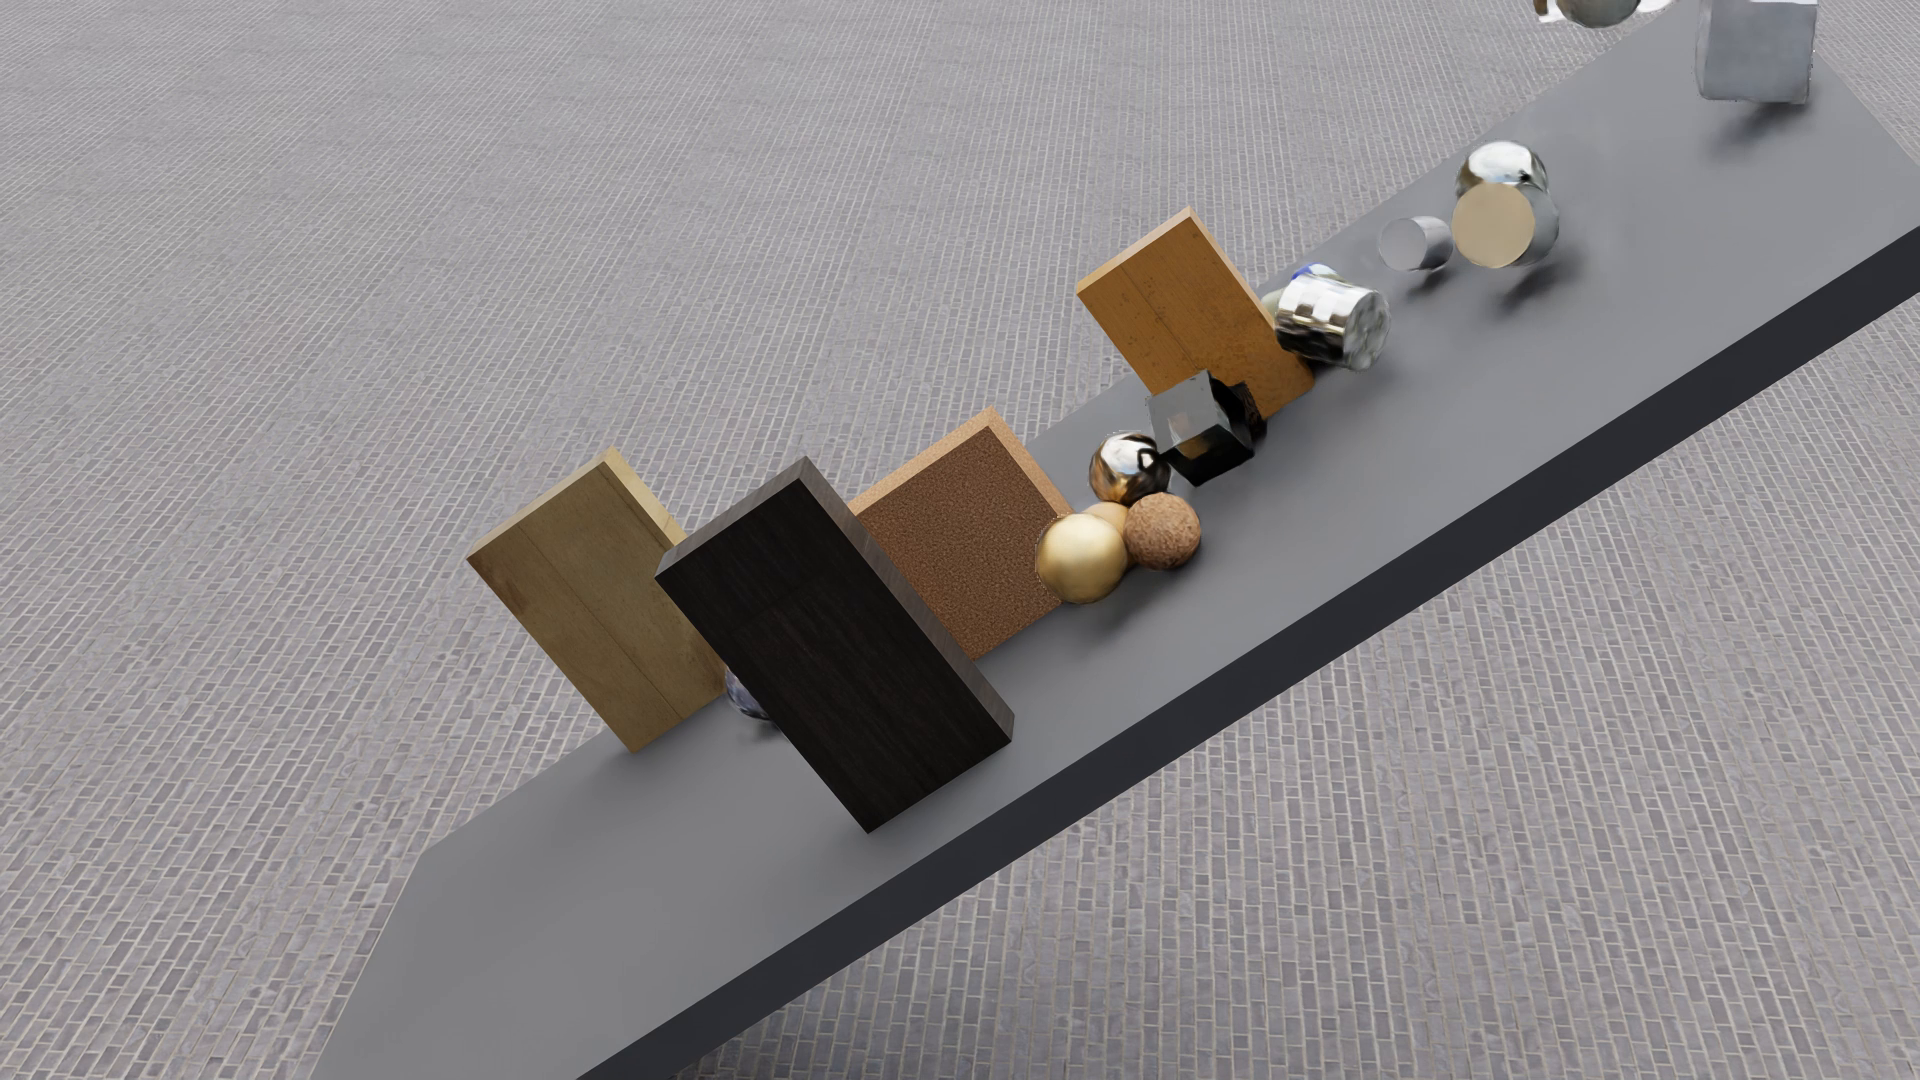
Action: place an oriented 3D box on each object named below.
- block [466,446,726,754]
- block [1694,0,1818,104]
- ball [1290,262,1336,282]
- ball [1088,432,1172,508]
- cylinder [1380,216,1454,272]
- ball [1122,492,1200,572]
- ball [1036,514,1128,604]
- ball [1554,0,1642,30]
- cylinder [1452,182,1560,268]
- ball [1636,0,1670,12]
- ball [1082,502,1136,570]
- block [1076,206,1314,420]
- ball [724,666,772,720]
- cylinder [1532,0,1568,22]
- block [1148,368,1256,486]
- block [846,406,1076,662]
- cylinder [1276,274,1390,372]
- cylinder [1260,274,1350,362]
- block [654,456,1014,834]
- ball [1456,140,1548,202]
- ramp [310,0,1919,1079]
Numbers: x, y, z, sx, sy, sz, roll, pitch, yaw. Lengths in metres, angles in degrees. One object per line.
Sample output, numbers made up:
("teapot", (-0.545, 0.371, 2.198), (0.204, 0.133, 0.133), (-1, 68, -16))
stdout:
("block", (-0.821, 0.149, 7.155), (0.436, 0.638, 0.110), (-34, 16, 16))
("block", (1.538, -0.971, 5.693), (0.194, 0.194, 0.194), (4, 25, 7))
("ball", (0.788, -0.560, 6.530), (0.113, 0.113, 0.113), (0, 22, 0))
("ball", (0.350, -0.138, 6.057), (0.169, 0.169, 0.169), (0, 22, 0))
("cylinder", (0.966, -0.626, 6.223), (0.114, 0.114, 0.114), (17, 17, 35))
("ball", (0.397, -0.016, 5.789), (0.154, 0.154, 0.154), (0, 22, 0))
("ball", (0.239, 0.036, 5.770), (0.179, 0.179, 0.179), (0, 22, 0))
("ball", (1.161, -1.014, 5.350), (0.169, 0.169, 0.169), (0, 22, 0))
("cylinder", (1.076, -0.621, 5.793), (0.167, 0.167, 0.167), (12, 11, 27))
("ball", (1.329, -1.085, 5.692), (0.125, 0.125, 0.125), (0, 22, 0))
("ball", (0.300, -0.002, 5.975), (0.151, 0.151, 0.151), (0, 22, 0))
("block", (0.496, -0.433, 6.187), (0.288, 0.454, 0.082), (-34, 16, 16))
("ball", (-0.442, 0.316, 6.682), (0.185, 0.185, 0.185), (0, 22, 0))
("cylinder", (1.253, -1.140, 5.942), (0.165, 0.165, 0.165), (-4, 18, 29))
("block", (0.486, -0.225, 5.921), (0.143, 0.143, 0.143), (-28, 49, 23))
("block", (0.031, -0.002, 6.107), (0.377, 0.403, 0.123), (-34, 16, 16))
("cylinder", (0.753, -0.441, 5.944), (0.165, 0.165, 0.165), (20, 30, 38))
("cylinder", (0.744, -0.469, 6.272), (0.166, 0.166, 0.166), (-17, 1, -36))
("block", (-0.235, 0.206, 5.630), (0.349, 0.662, 0.119), (-34, 16, 16))
("ball", (1.126, -0.734, 6.116), (0.191, 0.191, 0.191), (0, 22, 0))
("ramp", (0.130, 0.178, 6.319), (4.000, 0.100, 2.000), (-34, 16, 16))
